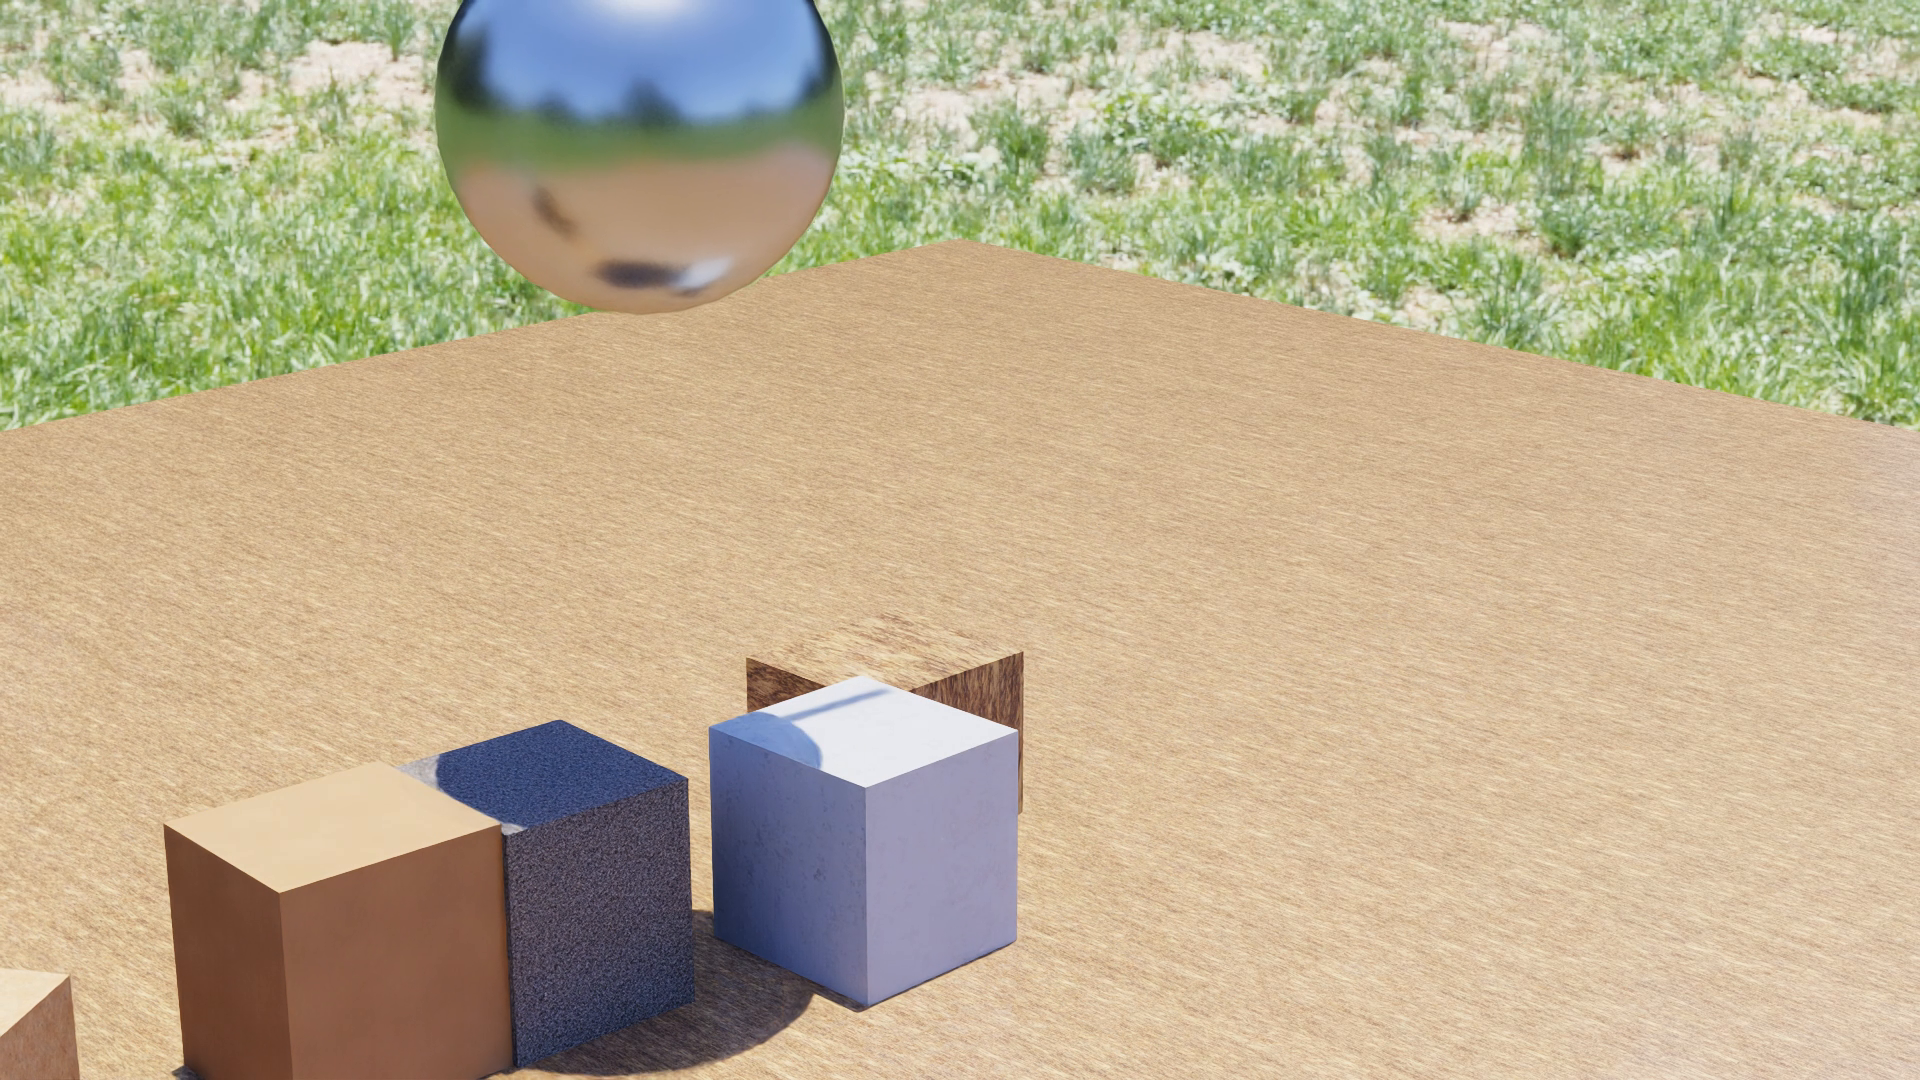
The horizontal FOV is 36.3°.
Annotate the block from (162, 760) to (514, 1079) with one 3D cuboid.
[{"bbox_3d":[-2.437,1.595,11.531,0.968,1.041,0.888,-15,23,-40],"label":"block"}]

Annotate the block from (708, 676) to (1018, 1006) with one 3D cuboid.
[{"bbox_3d":[-0.413,1.272,12.665,0.975,0.979,0.900,16,24,42],"label":"block"}]

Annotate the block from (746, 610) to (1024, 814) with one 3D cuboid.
[{"bbox_3d":[-0.353,0.934,13.994,0.986,0.827,0.870,-17,24,-42],"label":"block"}]

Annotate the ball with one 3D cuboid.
[{"bbox_3d":[-1.252,-1.685,11.499,1.600,1.600,1.600,0,17,0],"label":"ball"}]

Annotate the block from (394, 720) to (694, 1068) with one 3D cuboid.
[{"bbox_3d":[-1.736,1.434,12.113,0.881,1.001,0.906,-15,23,-40],"label":"block"}]

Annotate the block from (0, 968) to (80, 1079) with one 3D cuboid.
[{"bbox_3d":[-3.760,2.048,10.522,0.889,0.784,0.789,4,18,11],"label":"block"}]
